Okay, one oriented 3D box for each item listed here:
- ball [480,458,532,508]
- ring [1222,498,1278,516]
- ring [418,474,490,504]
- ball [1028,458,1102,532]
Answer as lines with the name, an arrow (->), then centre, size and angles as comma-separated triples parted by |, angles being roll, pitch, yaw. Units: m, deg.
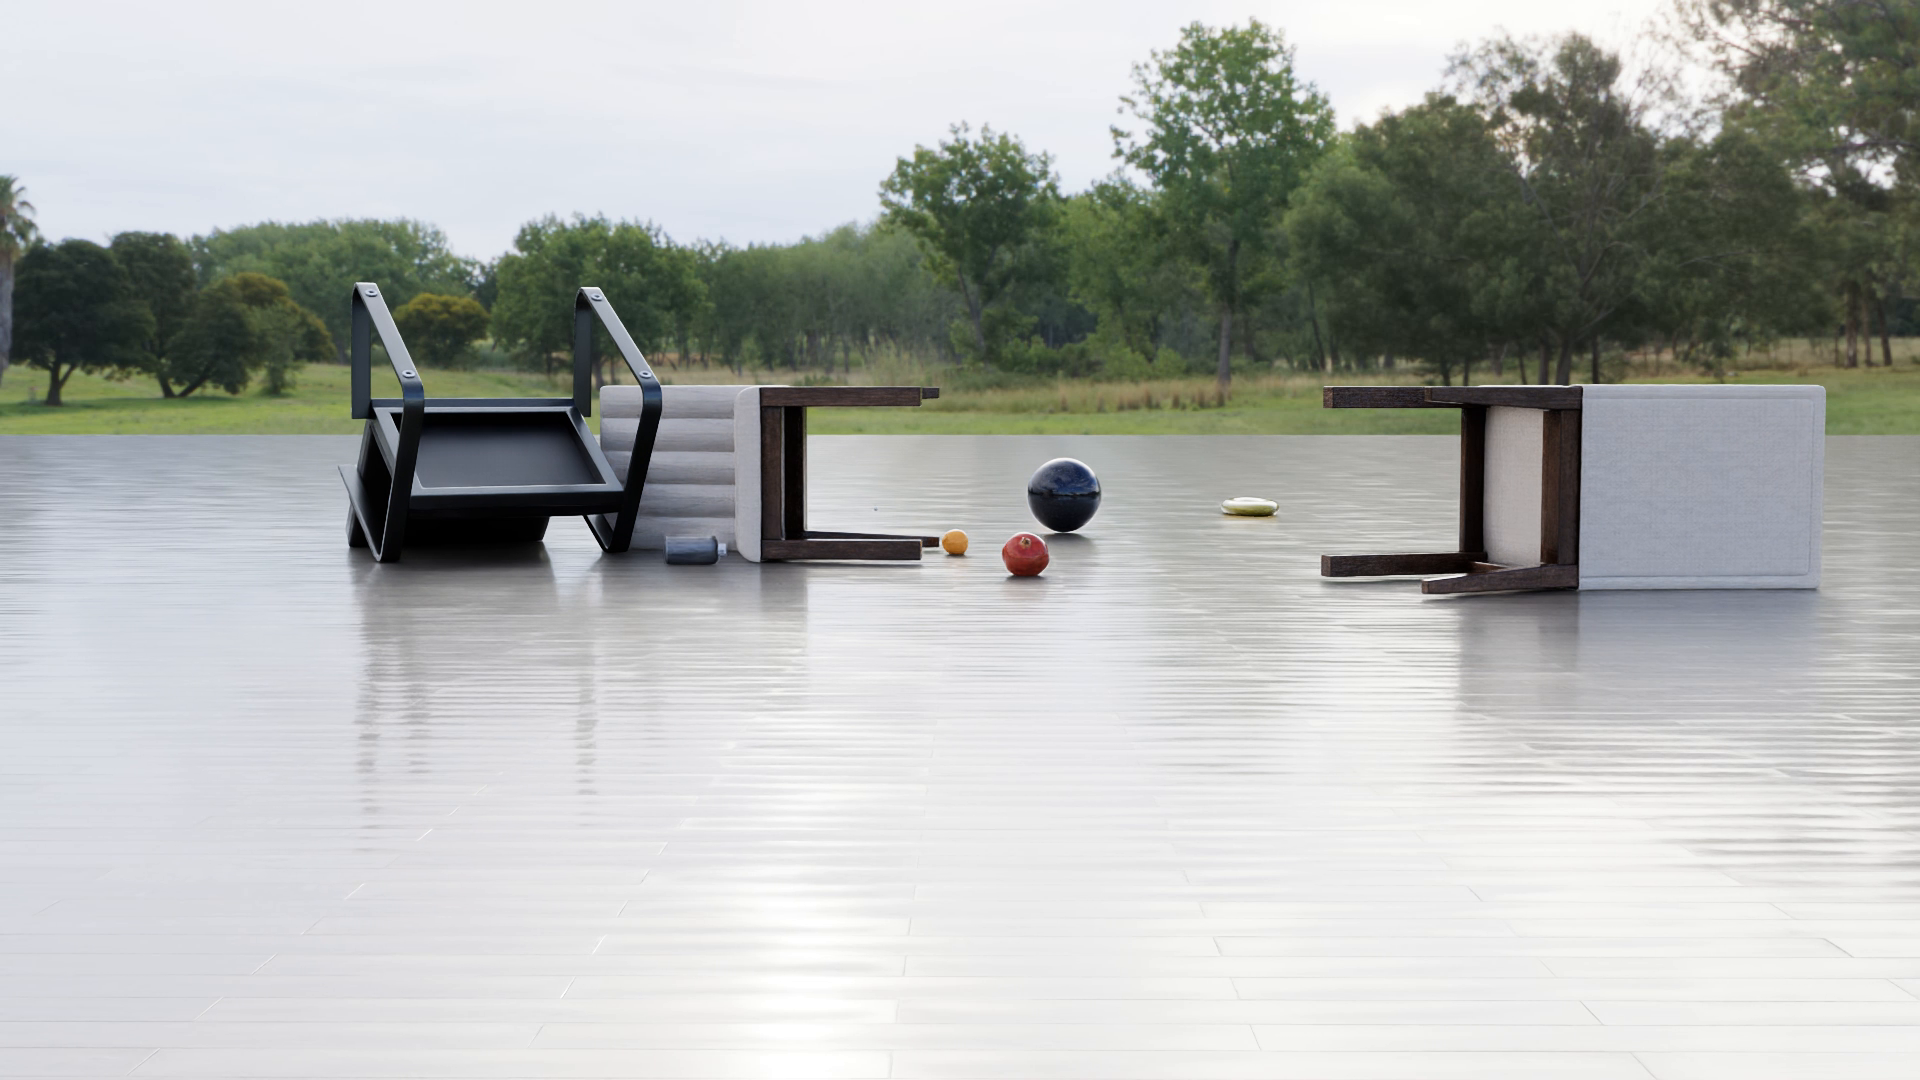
ball -> -1.722, -0.220, 8.352 | 0.191, 0.191, 0.191 | 0, 4, 0
ring -> 1.039, -0.118, 7.884 | 0.193, 0.053, 0.412 | -1, 4, -5
ring -> -1.970, -0.202, 8.730 | 0.353, 0.106, 0.387 | 0, 3, -16
ball -> 0.327, -0.140, 6.876 | 0.234, 0.234, 0.234 | 0, 4, 0
